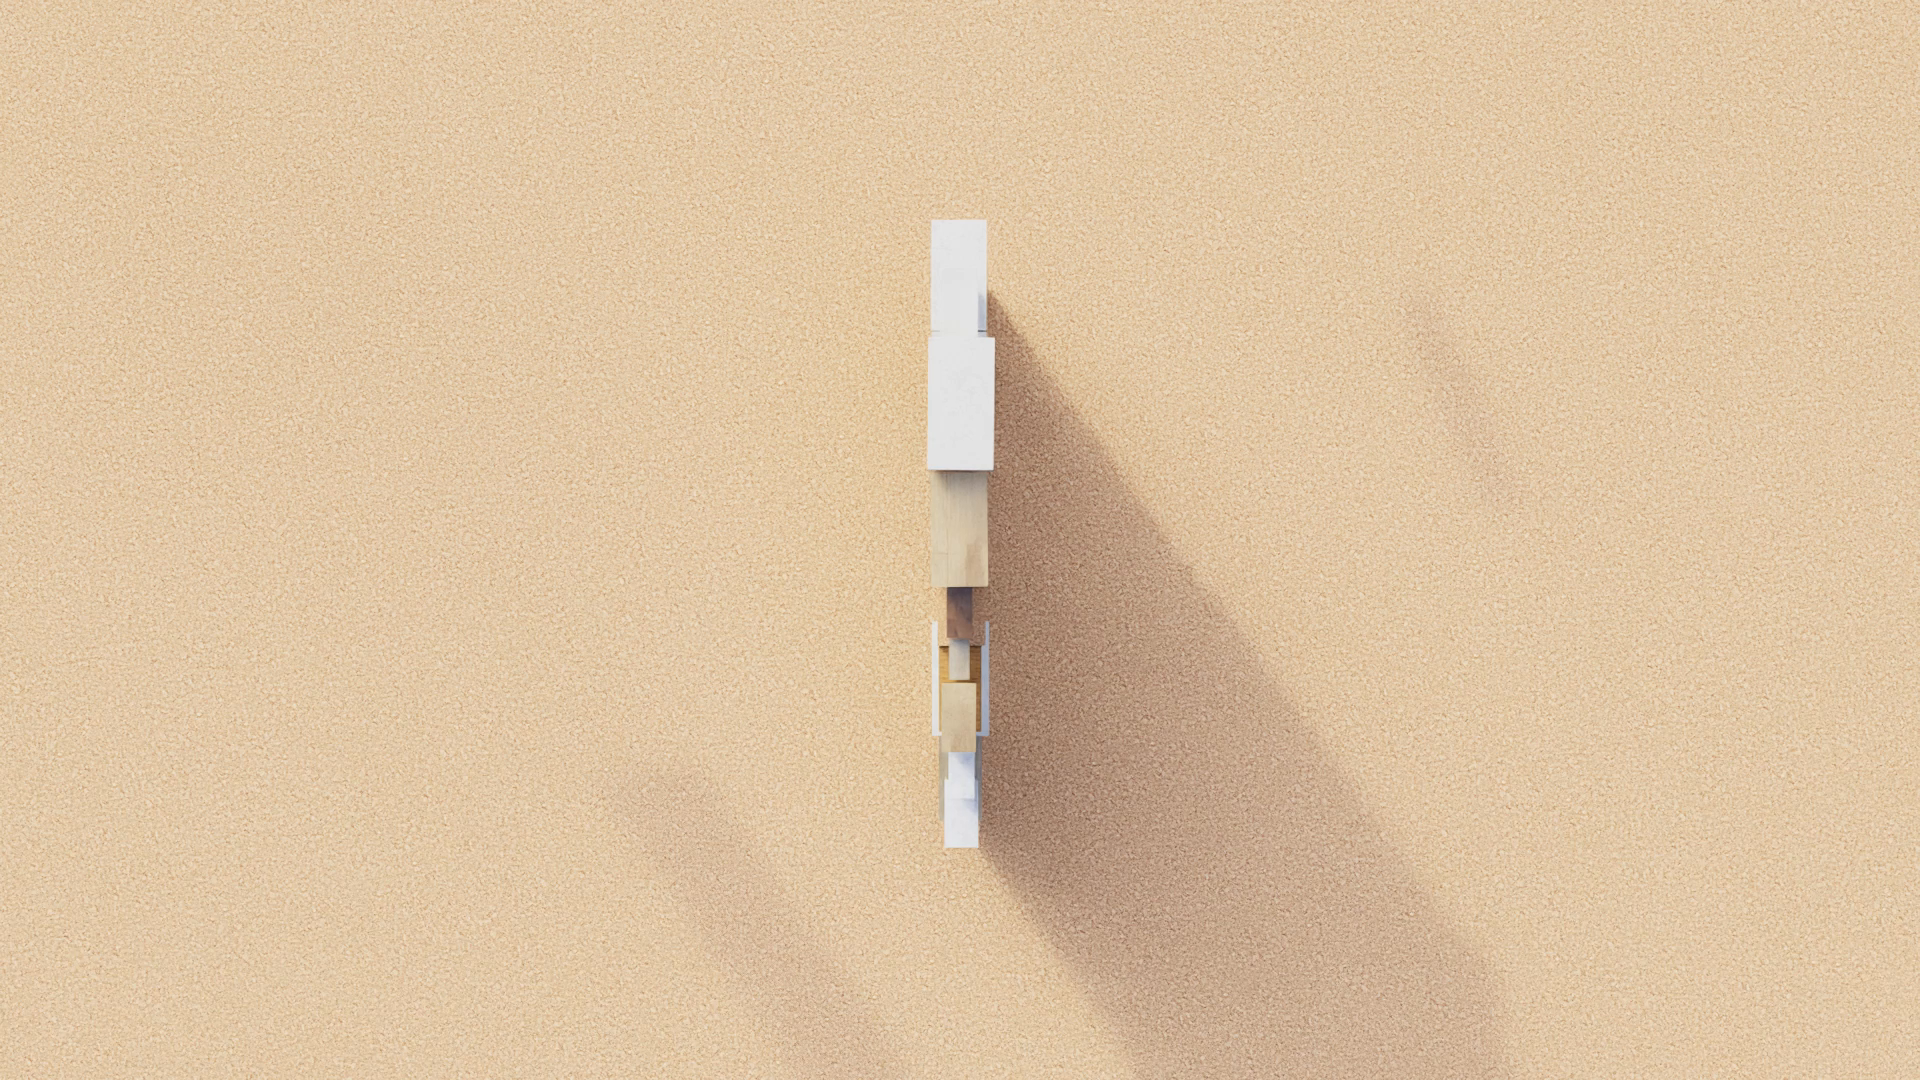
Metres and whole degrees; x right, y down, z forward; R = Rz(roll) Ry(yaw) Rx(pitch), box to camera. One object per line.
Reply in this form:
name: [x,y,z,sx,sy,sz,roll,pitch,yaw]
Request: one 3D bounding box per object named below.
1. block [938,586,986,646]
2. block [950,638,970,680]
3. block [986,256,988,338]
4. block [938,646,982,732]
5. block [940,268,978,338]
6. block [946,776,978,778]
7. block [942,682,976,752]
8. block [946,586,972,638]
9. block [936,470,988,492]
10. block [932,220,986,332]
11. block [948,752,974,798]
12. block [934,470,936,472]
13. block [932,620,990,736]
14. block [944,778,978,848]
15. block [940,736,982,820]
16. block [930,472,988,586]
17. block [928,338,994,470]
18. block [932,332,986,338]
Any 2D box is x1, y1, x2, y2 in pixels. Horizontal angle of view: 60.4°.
block: [0.004,0.167,4.799,0.139,0.039,0.278,0,90,0]
block: [-0.002,0.337,4.657,0.057,0.016,0.114,0,90,0]
block: [0.005,-0.718,5.151,0.163,0.046,0.326,0,90,0]
block: [0.000,0.435,4.831,0.124,0.035,0.248,0,90,0]
block: [-0.003,-0.642,4.534,0.103,0.029,0.207,0,90,0]
block: [0.004,0.756,5.089,0.101,0.203,0.029,0,90,0]
block: [-0.003,0.495,4.608,0.096,0.027,0.192,0,90,0]
block: [-0.001,0.203,4.626,0.072,0.020,0.144,0,90,0]
block: [0.004,-0.129,4.793,0.151,0.043,0.302,0,90,0]
block: [-0.003,-0.765,4.786,0.160,0.045,0.320,0,90,0]
block: [0.004,0.671,4.763,0.075,0.021,0.149,0,90,0]
block: [0.000,-0.383,5.141,0.168,0.048,0.336,0,90,0]
block: [0.002,0.429,5.122,0.176,0.050,0.353,0,90,0]
block: [0.004,0.824,4.974,0.101,0.029,0.203,0,90,0]
block: [0.002,0.746,5.210,0.135,0.038,0.271,0,90,0]
block: [-0.003,-0.027,4.445,0.153,0.043,0.305,-1,90,0]
block: [0.003,-0.360,4.382,0.175,0.049,0.349,1,90,1]
block: [-0.003,-0.443,4.778,0.158,0.045,0.316,0,90,0]
